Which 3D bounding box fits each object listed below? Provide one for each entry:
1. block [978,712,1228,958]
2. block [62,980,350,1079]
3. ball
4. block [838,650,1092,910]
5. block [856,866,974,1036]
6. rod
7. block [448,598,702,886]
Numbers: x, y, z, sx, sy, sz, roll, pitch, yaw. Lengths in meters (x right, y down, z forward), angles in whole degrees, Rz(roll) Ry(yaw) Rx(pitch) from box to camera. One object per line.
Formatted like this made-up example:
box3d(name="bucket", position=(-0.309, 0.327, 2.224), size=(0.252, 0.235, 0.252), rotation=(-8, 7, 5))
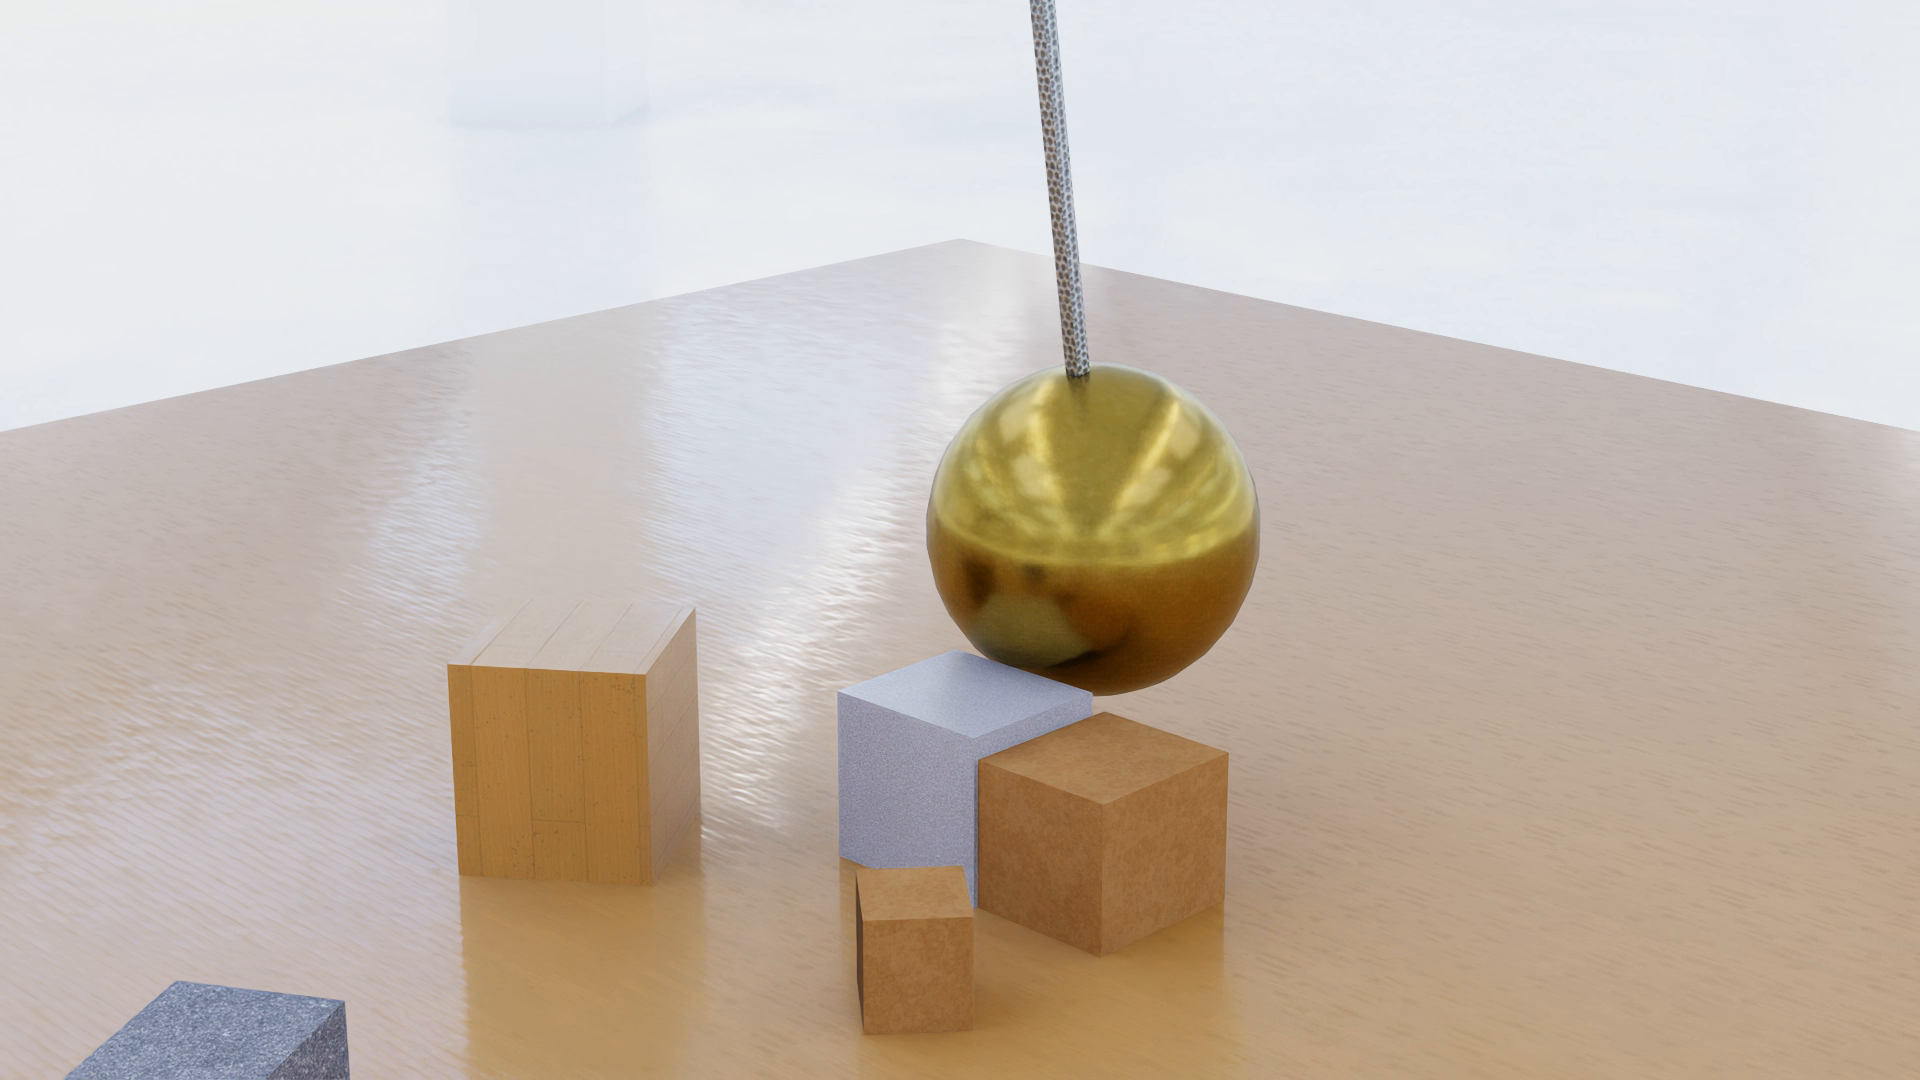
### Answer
box3d(name="block", position=(0.635, 1.292, 13.048), size=(0.735, 0.710, 0.838), rotation=(16, 24, 42))
box3d(name="block", position=(-2.637, 2.108, 10.383), size=(0.670, 0.753, 0.791), rotation=(4, 18, 14))
box3d(name="ball", position=(0.634, -0.052, 13.990), size=(1.600, 1.600, 1.600), rotation=(0, 17, 0))
box3d(name="block", position=(0.022, 1.084, 13.528), size=(0.861, 0.819, 0.789), rotation=(16, 23, 41))
box3d(name="block", position=(-0.190, 1.691, 12.116), size=(0.449, 0.509, 0.510), rotation=(-2, 18, -5))
box3d(name="rod", position=(0.275, -3.151, 12.640), size=(0.080, 5.200, 0.080), rotation=(17, 33, 42))
box3d(name="block", position=(-1.778, 0.925, 13.688), size=(0.914, 1.027, 0.952), rotation=(3, 18, 8))
